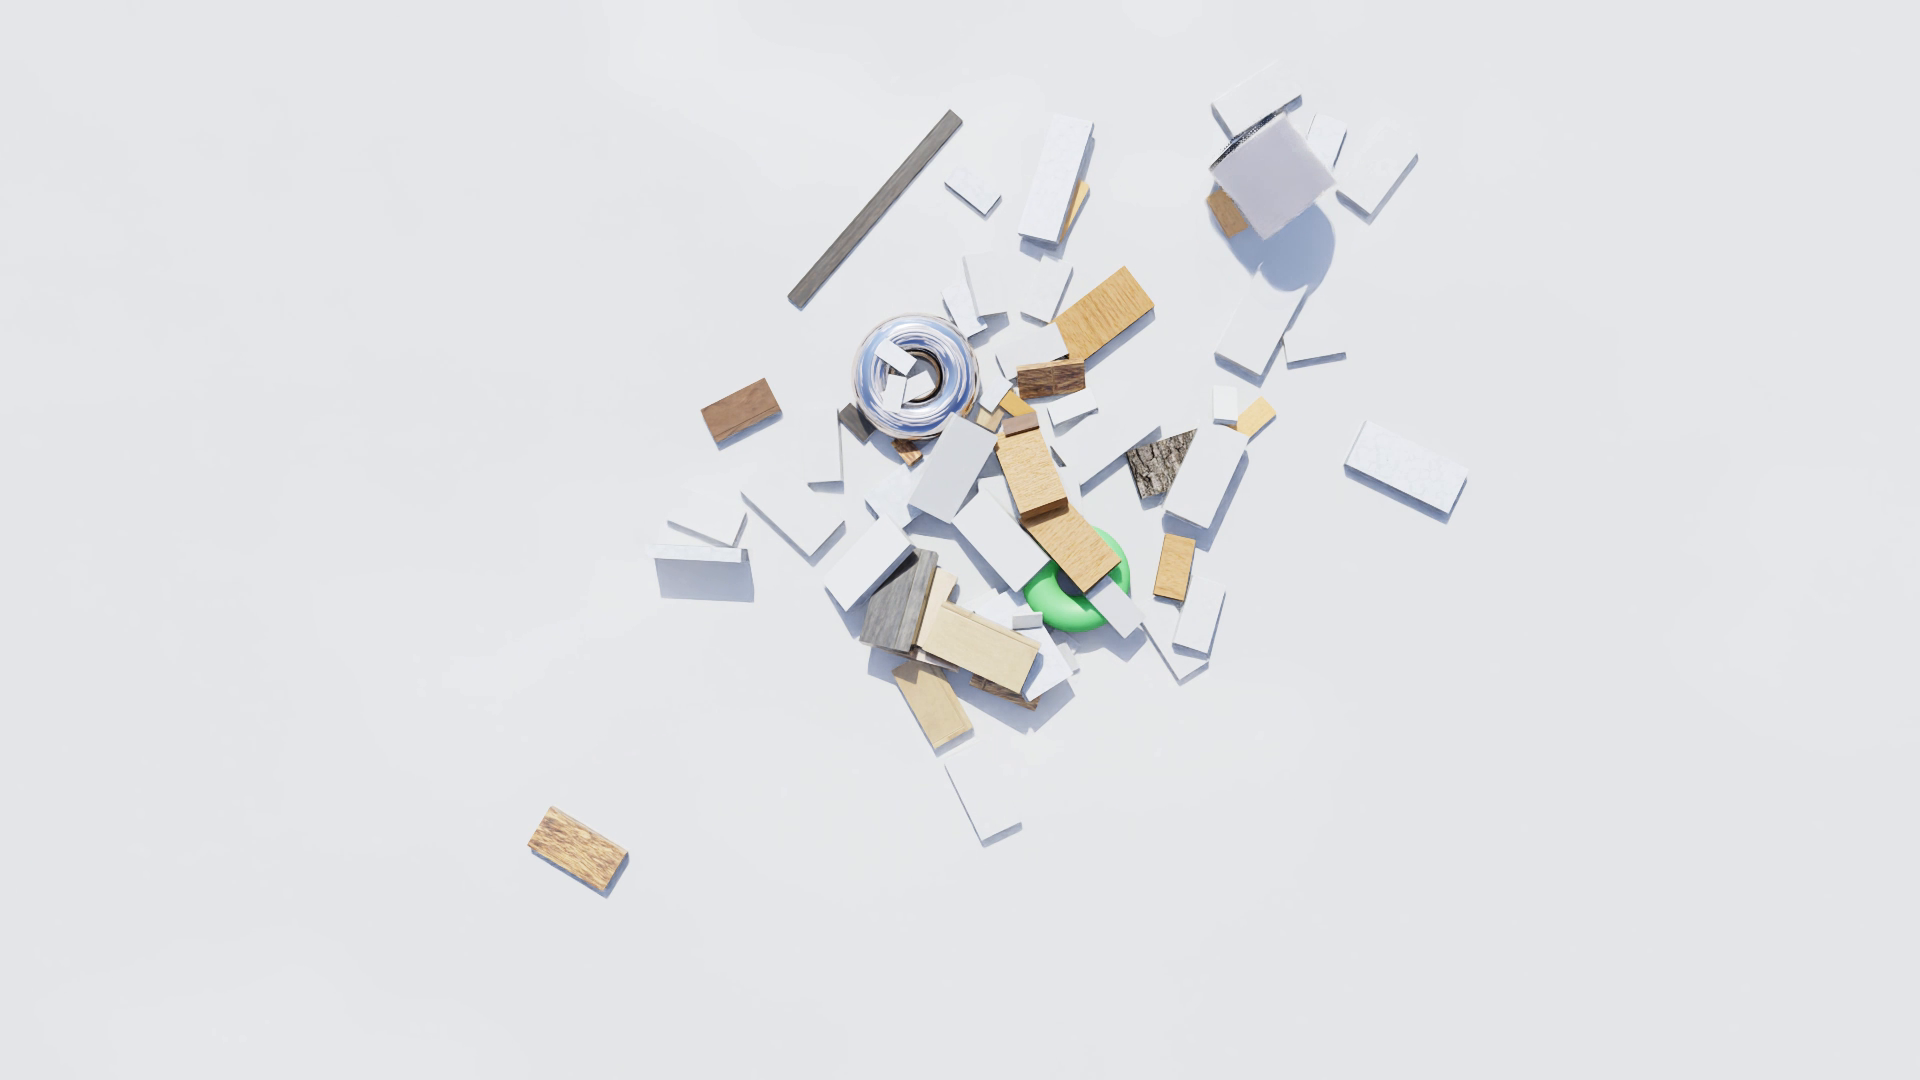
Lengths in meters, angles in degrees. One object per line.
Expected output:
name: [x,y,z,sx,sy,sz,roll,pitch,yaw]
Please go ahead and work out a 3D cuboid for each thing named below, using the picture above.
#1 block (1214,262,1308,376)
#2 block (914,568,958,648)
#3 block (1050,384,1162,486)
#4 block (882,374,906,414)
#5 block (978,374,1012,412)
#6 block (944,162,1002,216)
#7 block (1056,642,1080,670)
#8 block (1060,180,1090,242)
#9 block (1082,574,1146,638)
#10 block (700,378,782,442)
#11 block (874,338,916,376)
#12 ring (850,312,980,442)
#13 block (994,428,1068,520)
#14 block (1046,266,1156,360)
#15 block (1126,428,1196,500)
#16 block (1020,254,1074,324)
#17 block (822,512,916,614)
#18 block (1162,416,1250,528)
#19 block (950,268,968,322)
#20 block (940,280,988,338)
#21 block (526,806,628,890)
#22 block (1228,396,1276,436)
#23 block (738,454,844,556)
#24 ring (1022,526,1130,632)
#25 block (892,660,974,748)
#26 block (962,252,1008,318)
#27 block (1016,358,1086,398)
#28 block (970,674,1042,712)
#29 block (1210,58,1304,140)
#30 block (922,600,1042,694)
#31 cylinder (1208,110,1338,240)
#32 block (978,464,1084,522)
block: [0.998,-0.733,5.476,0.167,0.047,0.335,28,90,0]
block: [-0.122,0.214,5.443,0.131,0.037,0.262,24,78,11]
block: [0.484,-0.350,5.476,0.335,0.047,0.167,-37,90,0]
block: [-0.213,-0.472,5.331,0.059,0.017,0.117,11,88,-1]
block: [0.117,-0.487,5.465,0.059,0.017,0.117,38,94,0]
block: [0.042,-1.170,5.488,0.175,0.025,0.088,39,90,0]
block: [0.354,0.390,5.482,0.050,0.014,0.099,-27,96,14]
block: [0.338,-1.107,5.485,0.104,0.030,0.209,27,90,0]
block: [0.506,0.215,5.387,0.101,0.029,0.202,-45,106,-3]
block: [-0.728,-0.432,5.483,0.240,0.034,0.120,-27,90,0]
block: [-0.209,-0.594,5.352,0.125,0.018,0.063,35,88,0]
ring: [-0.147,-0.538,5.430,0.428,0.143,0.428,0,89,-1]
block: [0.226,-0.231,5.397,0.161,0.046,0.321,-20,59,0]
block: [0.462,-0.740,5.476,0.335,0.047,0.167,-38,90,0]
block: [0.734,-0.266,5.477,0.329,0.047,0.165,-19,90,0]
block: [0.288,-0.836,5.485,0.104,0.030,0.209,22,90,0]
block: [-0.300,0.077,5.416,0.311,0.044,0.155,-46,59,10]
block: [0.807,-0.222,5.430,0.165,0.047,0.329,25,90,0]
block: [0.014,-0.816,5.488,0.088,0.025,0.176,1,90,0]
block: [0.014,-0.763,5.463,0.088,0.025,0.176,-26,90,0]
block: [-1.271,1.024,5.479,0.294,0.042,0.147,31,90,0]
block: [0.970,-0.399,5.489,0.155,0.022,0.077,-42,90,0]
block: [-0.559,-0.118,5.477,0.327,0.046,0.163,43,90,0]
ring: [0.381,0.124,5.440,0.363,0.121,0.363,0,89,-1]
block: [-0.092,0.527,5.479,0.147,0.042,0.294,-29,90,0]
block: [0.082,-0.845,5.457,0.104,0.030,0.209,-12,85,-23]
block: [0.301,-0.534,5.453,0.222,0.031,0.111,-7,128,0]
block: [0.161,0.470,5.483,0.235,0.033,0.117,22,90,0]
block: [0.987,-1.467,5.481,0.273,0.039,0.136,-33,90,0]
block: [0.072,0.345,5.360,0.346,0.049,0.173,24,95,8]
cylinder: [1.014,-1.182,5.351,0.296,0.296,0.296,-38,90,0]
block: [0.234,-0.143,5.451,0.329,0.047,0.165,-8,94,7]
